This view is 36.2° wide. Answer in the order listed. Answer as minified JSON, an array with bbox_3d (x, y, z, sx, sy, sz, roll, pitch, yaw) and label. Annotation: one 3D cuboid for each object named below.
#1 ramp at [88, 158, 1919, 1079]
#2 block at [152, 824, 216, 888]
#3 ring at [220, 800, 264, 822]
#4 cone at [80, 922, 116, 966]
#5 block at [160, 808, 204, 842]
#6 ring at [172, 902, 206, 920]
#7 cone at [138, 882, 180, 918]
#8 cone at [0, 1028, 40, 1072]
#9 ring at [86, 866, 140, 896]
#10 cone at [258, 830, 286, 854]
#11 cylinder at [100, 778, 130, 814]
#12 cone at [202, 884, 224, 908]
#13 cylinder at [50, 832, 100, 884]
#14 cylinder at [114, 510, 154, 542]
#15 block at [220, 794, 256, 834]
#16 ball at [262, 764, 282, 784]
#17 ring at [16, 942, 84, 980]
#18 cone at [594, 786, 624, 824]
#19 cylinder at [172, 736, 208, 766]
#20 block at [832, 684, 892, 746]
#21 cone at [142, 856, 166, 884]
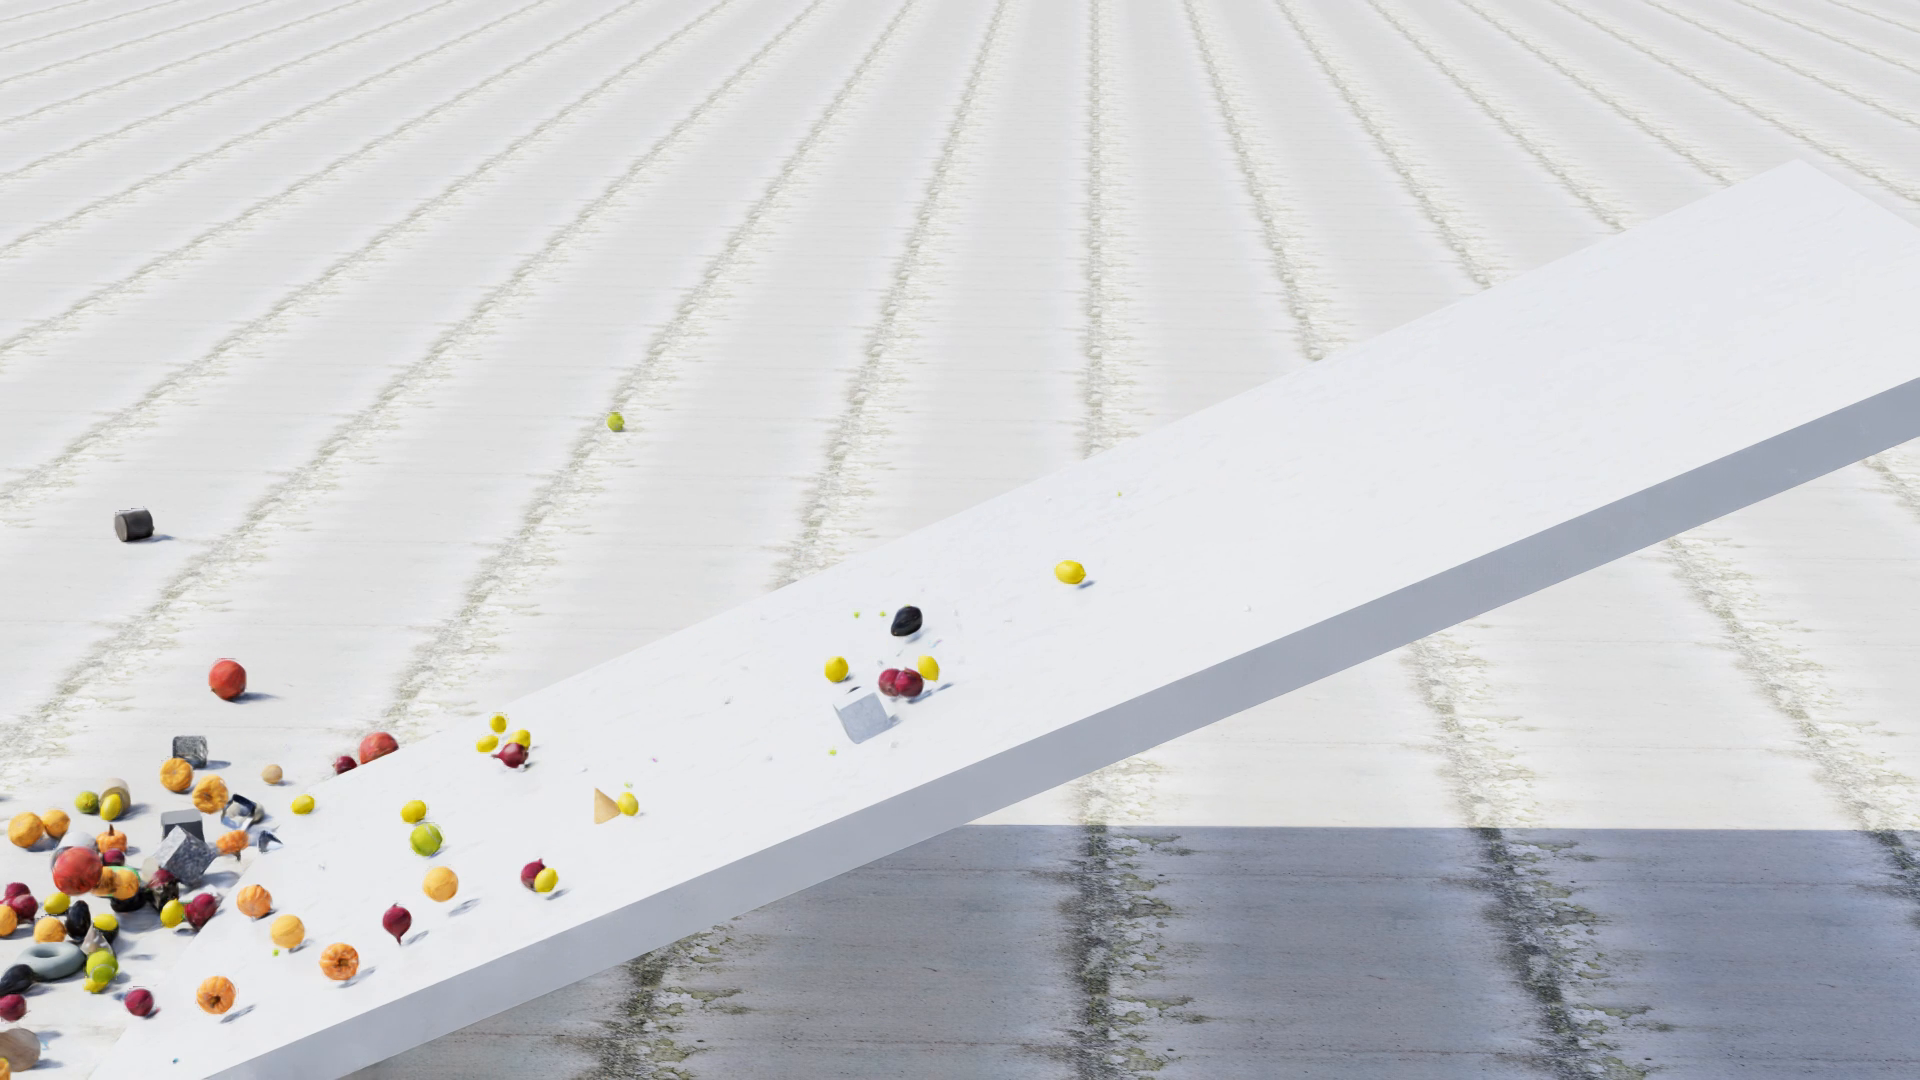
[{"bbox_3d":[0.132,0.170,6.284,4.000,0.100,2.000,-23,13,8],"label":"ramp"},{"bbox_3d":[-1.881,0.766,7.135,0.094,0.094,0.094,41,-8,-31],"label":"block"},{"bbox_3d":[-1.846,0.699,7.566,0.112,0.037,0.112,-1,15,0],"label":"ring"},{"bbox_3d":[-1.967,0.908,6.687,0.091,0.091,0.091,0,15,0],"label":"cone"},{"bbox_3d":[-1.938,0.733,7.333,0.094,0.094,0.094,-5,16,-19],"label":"block"},{"bbox_3d":[-1.819,0.875,6.938,0.077,0.026,0.077,1,16,0],"label":"ring"},{"bbox_3d":[-1.903,0.840,6.939,0.086,0.086,0.086,9,17,16],"label":"cone"},{"bbox_3d":[-1.975,1.059,6.163,0.095,0.095,0.095,-4,2,-16],"label":"cone"},{"bbox_3d":[-2.044,0.823,7.097,0.128,0.043,0.128,0,14,0],"label":"ring"},{"bbox_3d":[-1.641,0.727,7.047,0.058,0.058,0.058,8,17,15],"label":"cone"},{"bbox_3d":[-2.190,0.664,7.624,0.076,0.076,0.076,-5,16,-17],"label":"cylinder"},{"bbox_3d":[-1.771,0.854,7.018,0.054,0.054,0.054,12,-7,38],"label":"cone"},{"bbox_3d":[-2.158,0.773,7.174,0.098,0.098,0.098,-1,15,-4],"label":"cylinder"},{"bbox_3d":[-2.872,-0.050,10.229,0.099,0.099,0.099,-12,19,-38],"label":"cylinder"},{"bbox_3d":[-1.834,0.694,7.473,0.061,0.061,0.061,27,39,4],"label":"block"},{"bbox_3d":[-1.829,0.622,7.820,0.055,0.055,0.055,0,15,0],"label":"ball"},{"bbox_3d":[-2.049,0.948,6.622,0.149,0.050,0.149,0,14,0],"label":"ring"},{"bbox_3d":[-0.734,0.536,6.035,0.069,0.069,0.069,-23,13,6],"label":"cone"},{"bbox_3d":[-2.085,0.572,7.961,0.078,0.078,0.078,0,15,-1],"label":"cylinder"},{"bbox_3d":[-0.194,0.343,5.782,0.080,0.080,0.080,-27,13,-9],"label":"block"},{"bbox_3d":[-1.946,0.802,7.164,0.065,0.065,0.065,11,5,36],"label":"cone"}]
